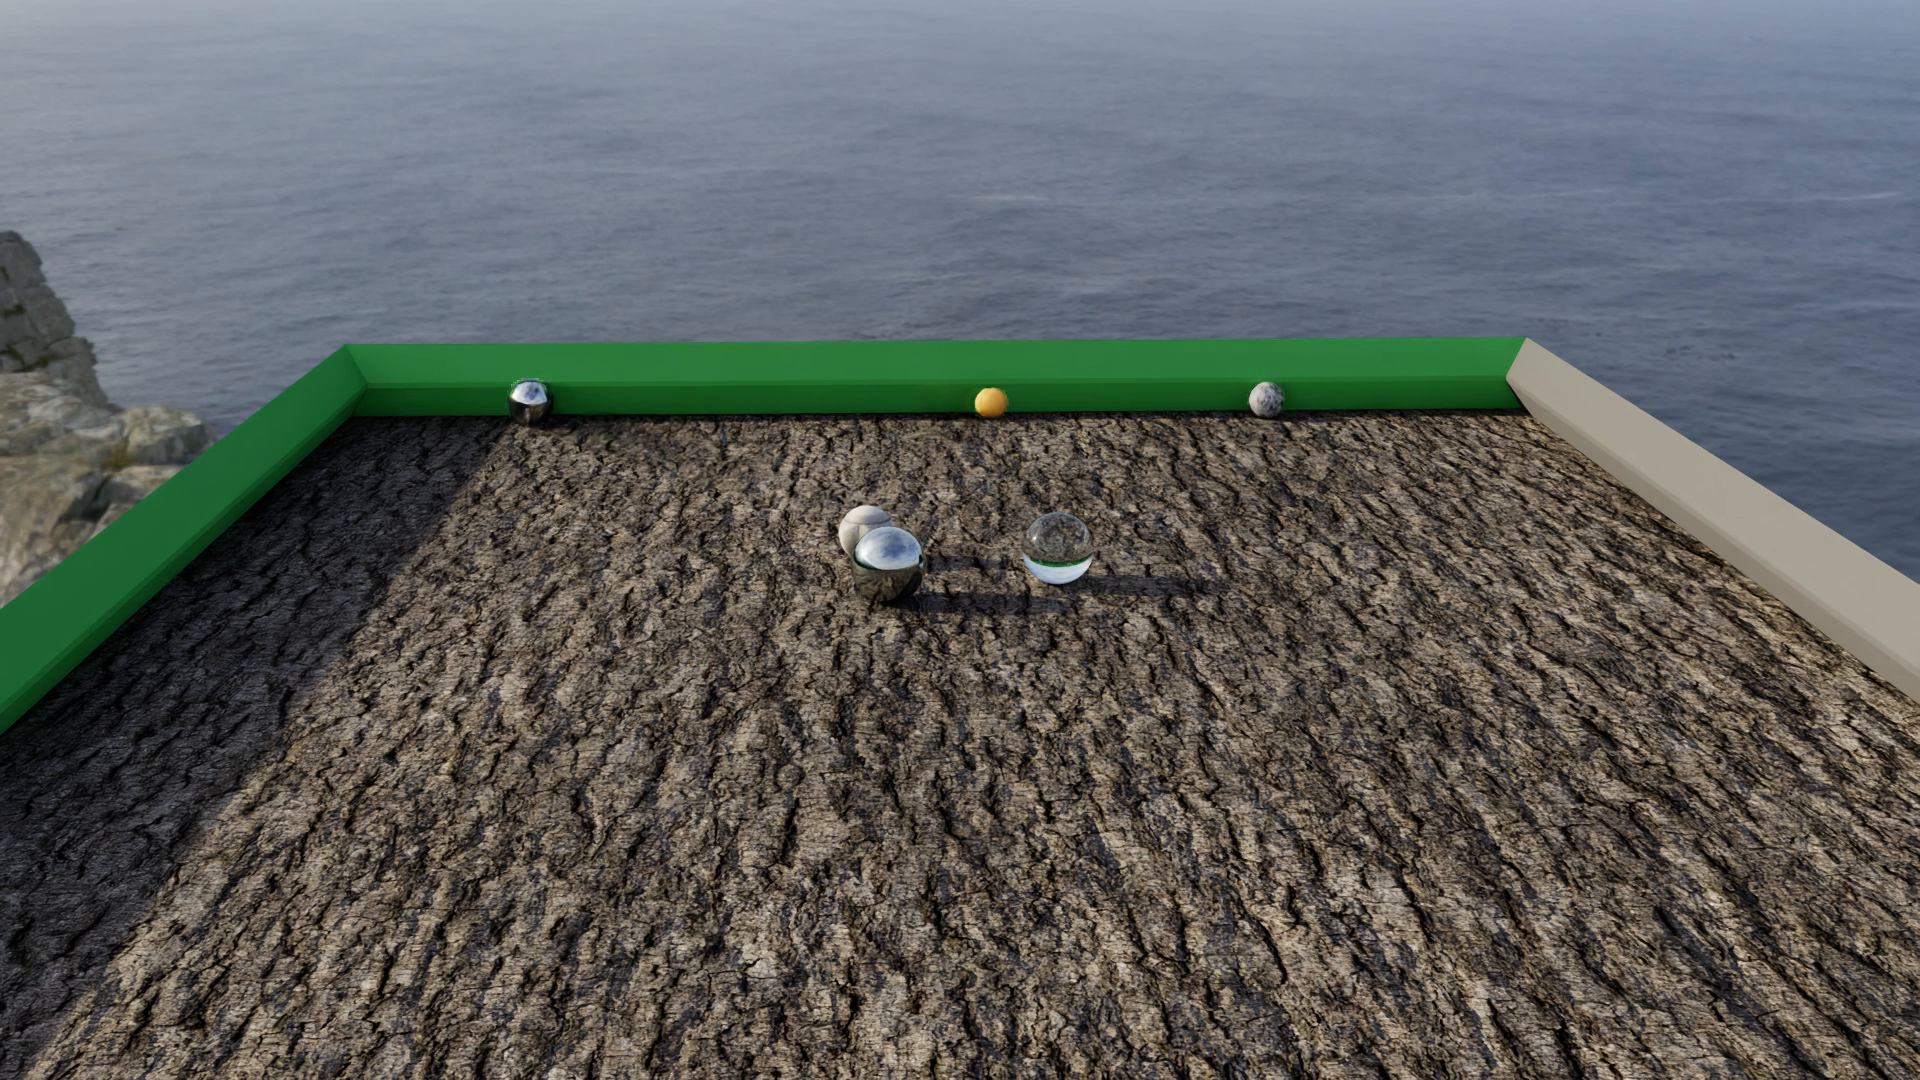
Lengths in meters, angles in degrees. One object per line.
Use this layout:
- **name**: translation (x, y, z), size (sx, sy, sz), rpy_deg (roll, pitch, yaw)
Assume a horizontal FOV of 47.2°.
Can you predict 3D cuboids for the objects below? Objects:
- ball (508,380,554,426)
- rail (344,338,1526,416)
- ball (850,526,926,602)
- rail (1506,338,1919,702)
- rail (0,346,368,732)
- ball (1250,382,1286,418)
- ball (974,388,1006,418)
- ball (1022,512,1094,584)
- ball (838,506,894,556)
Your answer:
- **ball**: translation (-0.713, -0.228, 3.652), size (0.075, 0.075, 0.075), rpy_deg (0, 15, 0)
- **rail**: translation (-0.032, -0.272, 3.721), size (2.008, 0.122, 0.045), rpy_deg (-1, 15, -2)
- **ball**: translation (-0.087, 0.030, 2.686), size (0.094, 0.094, 0.094), rpy_deg (0, 15, 0)
- **rail**: translation (1.012, 0.222, 1.935), size (0.045, 0.122, 3.822), rpy_deg (-1, 15, -2)
- **rail**: translation (-0.947, 0.240, 1.871), size (0.045, 0.122, 3.822), rpy_deg (-1, 15, -2)
- **ball**: translation (0.519, -0.236, 3.709), size (0.061, 0.061, 0.061), rpy_deg (0, 15, 0)
- **ball**: translation (0.052, -0.230, 3.703), size (0.053, 0.053, 0.053), rpy_deg (0, 15, 0)
- **ball**: translation (0.123, 0.010, 2.761), size (0.091, 0.091, 0.091), rpy_deg (0, 15, 0)
- **ball**: translation (-0.121, -0.008, 2.862), size (0.074, 0.074, 0.074), rpy_deg (0, 15, 0)
